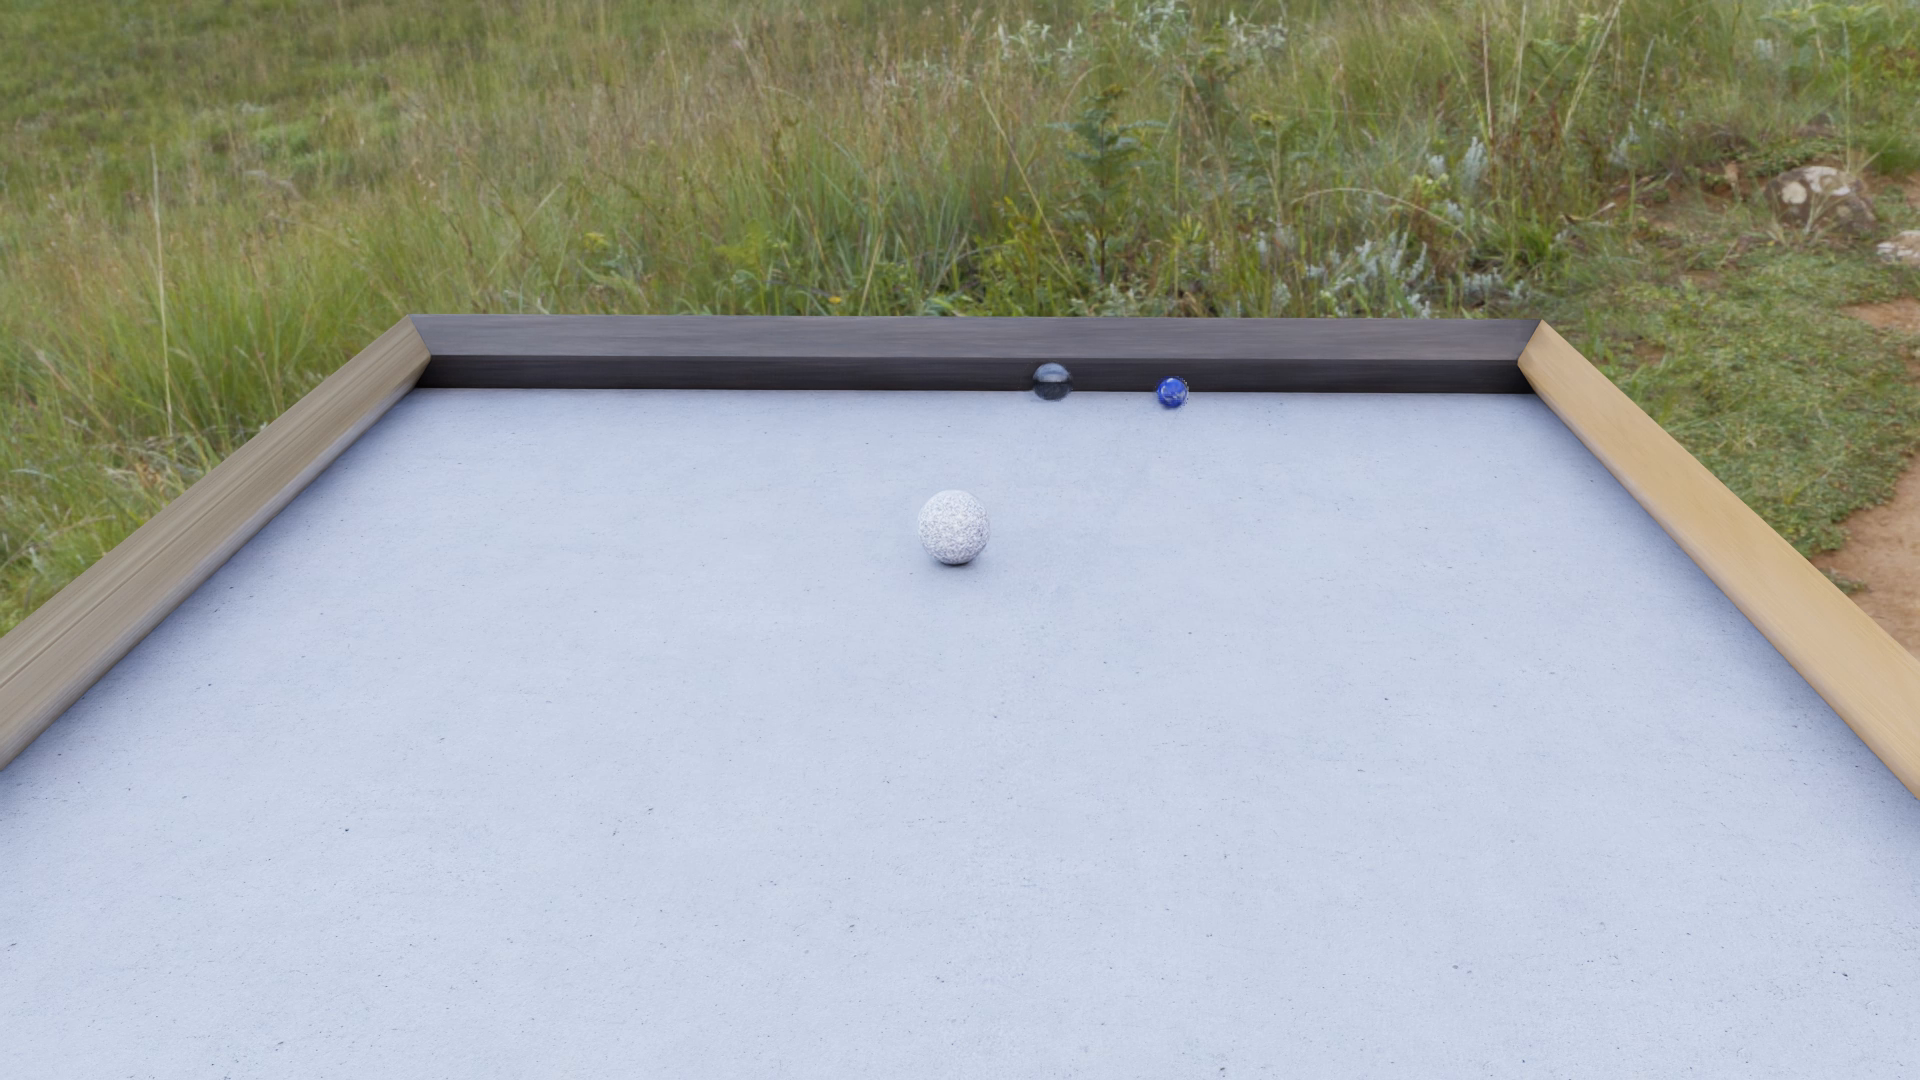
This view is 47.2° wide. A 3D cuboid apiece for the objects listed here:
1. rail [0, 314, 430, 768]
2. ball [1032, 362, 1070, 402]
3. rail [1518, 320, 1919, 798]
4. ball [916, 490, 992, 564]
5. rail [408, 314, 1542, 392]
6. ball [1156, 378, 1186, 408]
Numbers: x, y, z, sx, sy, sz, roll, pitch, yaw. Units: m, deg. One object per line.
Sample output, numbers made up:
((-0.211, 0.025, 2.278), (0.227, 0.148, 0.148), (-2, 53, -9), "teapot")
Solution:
((-0.895, 0.241, 1.821), (0.045, 0.119, 3.563), (0, 18, 1), "rail")
((0.143, -0.248, 3.444), (0.061, 0.061, 0.061), (0, 18, 0), "ball")
((0.856, 0.253, 1.785), (0.045, 0.119, 3.563), (0, 18, 1), "rail")
((-0.007, -0.016, 2.671), (0.092, 0.092, 0.092), (0, 18, 0), "ball")
((0.019, -0.290, 3.476), (1.799, 0.119, 0.045), (0, 18, 1), "rail")
((0.328, -0.228, 3.405), (0.046, 0.046, 0.046), (0, 18, 0), "ball")
